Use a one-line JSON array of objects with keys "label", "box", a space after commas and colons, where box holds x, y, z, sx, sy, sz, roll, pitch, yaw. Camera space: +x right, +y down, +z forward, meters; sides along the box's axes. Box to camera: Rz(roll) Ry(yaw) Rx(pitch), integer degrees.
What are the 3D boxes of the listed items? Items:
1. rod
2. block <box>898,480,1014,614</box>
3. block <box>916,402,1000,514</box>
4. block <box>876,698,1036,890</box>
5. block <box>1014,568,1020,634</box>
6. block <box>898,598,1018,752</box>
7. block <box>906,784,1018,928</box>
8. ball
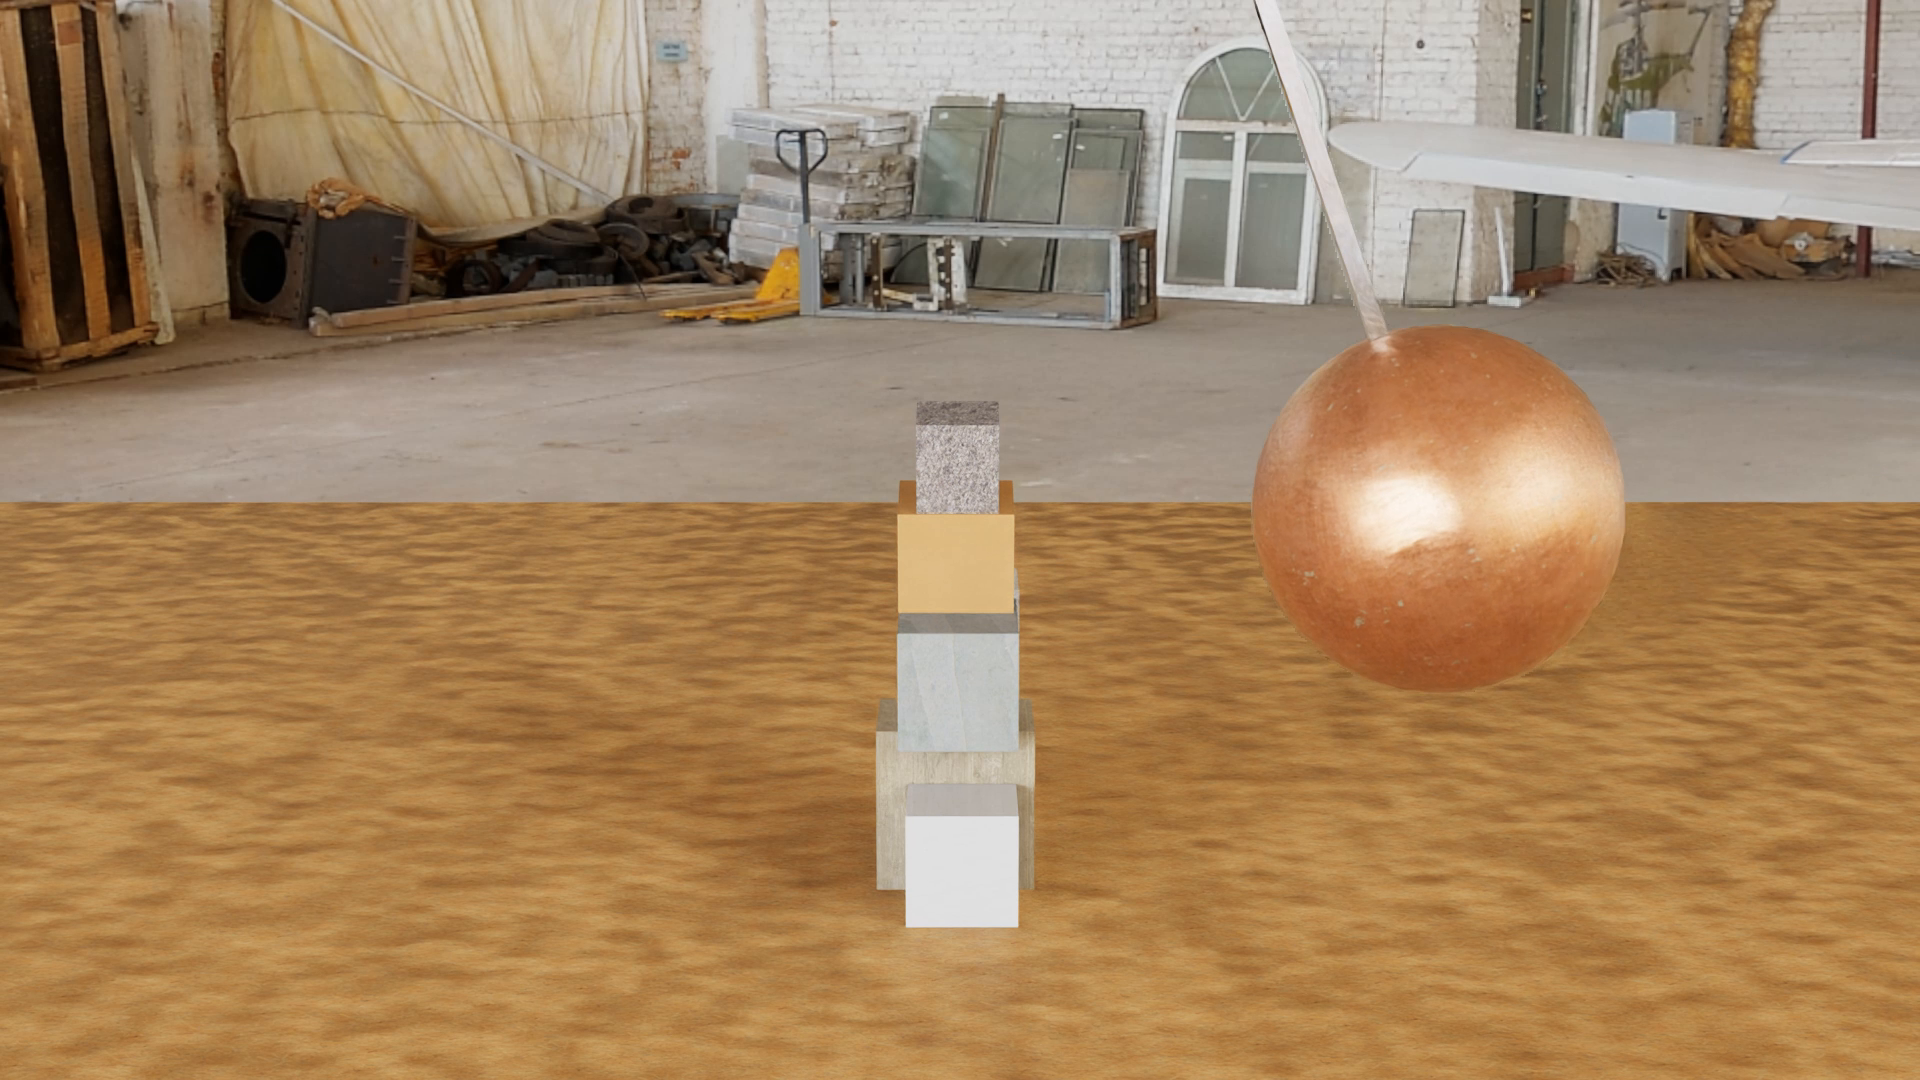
[{"label": "rod", "box": [0.899, -3.275, 10.585, 0.080, 5.200, 0.080, -20, 10, 4]}, {"label": "block", "box": [-0.017, 0.026, 11.115, 0.493, 0.448, 0.444, 0, 20, 0]}, {"label": "block", "box": [-0.010, -0.352, 10.924, 0.348, 0.393, 0.337, 0, 20, 0]}, {"label": "block", "box": [-0.020, 1.122, 11.410, 0.686, 0.710, 0.588, 0, 10, 0]}, {"label": "block", "box": [0.006, 0.449, 11.555, 0.508, 0.562, 0.509, 0, 10, 0]}, {"label": "block", "box": [-0.008, 0.573, 11.005, 0.506, 0.515, 0.567, 0, 14, 0]}, {"label": "block", "box": [0.008, 1.334, 10.890, 0.468, 0.478, 0.491, 0, 10, 0]}, {"label": "ball", "box": [2.074, -0.136, 11.156, 1.600, 1.600, 1.600, 0, 10, 0]}]
